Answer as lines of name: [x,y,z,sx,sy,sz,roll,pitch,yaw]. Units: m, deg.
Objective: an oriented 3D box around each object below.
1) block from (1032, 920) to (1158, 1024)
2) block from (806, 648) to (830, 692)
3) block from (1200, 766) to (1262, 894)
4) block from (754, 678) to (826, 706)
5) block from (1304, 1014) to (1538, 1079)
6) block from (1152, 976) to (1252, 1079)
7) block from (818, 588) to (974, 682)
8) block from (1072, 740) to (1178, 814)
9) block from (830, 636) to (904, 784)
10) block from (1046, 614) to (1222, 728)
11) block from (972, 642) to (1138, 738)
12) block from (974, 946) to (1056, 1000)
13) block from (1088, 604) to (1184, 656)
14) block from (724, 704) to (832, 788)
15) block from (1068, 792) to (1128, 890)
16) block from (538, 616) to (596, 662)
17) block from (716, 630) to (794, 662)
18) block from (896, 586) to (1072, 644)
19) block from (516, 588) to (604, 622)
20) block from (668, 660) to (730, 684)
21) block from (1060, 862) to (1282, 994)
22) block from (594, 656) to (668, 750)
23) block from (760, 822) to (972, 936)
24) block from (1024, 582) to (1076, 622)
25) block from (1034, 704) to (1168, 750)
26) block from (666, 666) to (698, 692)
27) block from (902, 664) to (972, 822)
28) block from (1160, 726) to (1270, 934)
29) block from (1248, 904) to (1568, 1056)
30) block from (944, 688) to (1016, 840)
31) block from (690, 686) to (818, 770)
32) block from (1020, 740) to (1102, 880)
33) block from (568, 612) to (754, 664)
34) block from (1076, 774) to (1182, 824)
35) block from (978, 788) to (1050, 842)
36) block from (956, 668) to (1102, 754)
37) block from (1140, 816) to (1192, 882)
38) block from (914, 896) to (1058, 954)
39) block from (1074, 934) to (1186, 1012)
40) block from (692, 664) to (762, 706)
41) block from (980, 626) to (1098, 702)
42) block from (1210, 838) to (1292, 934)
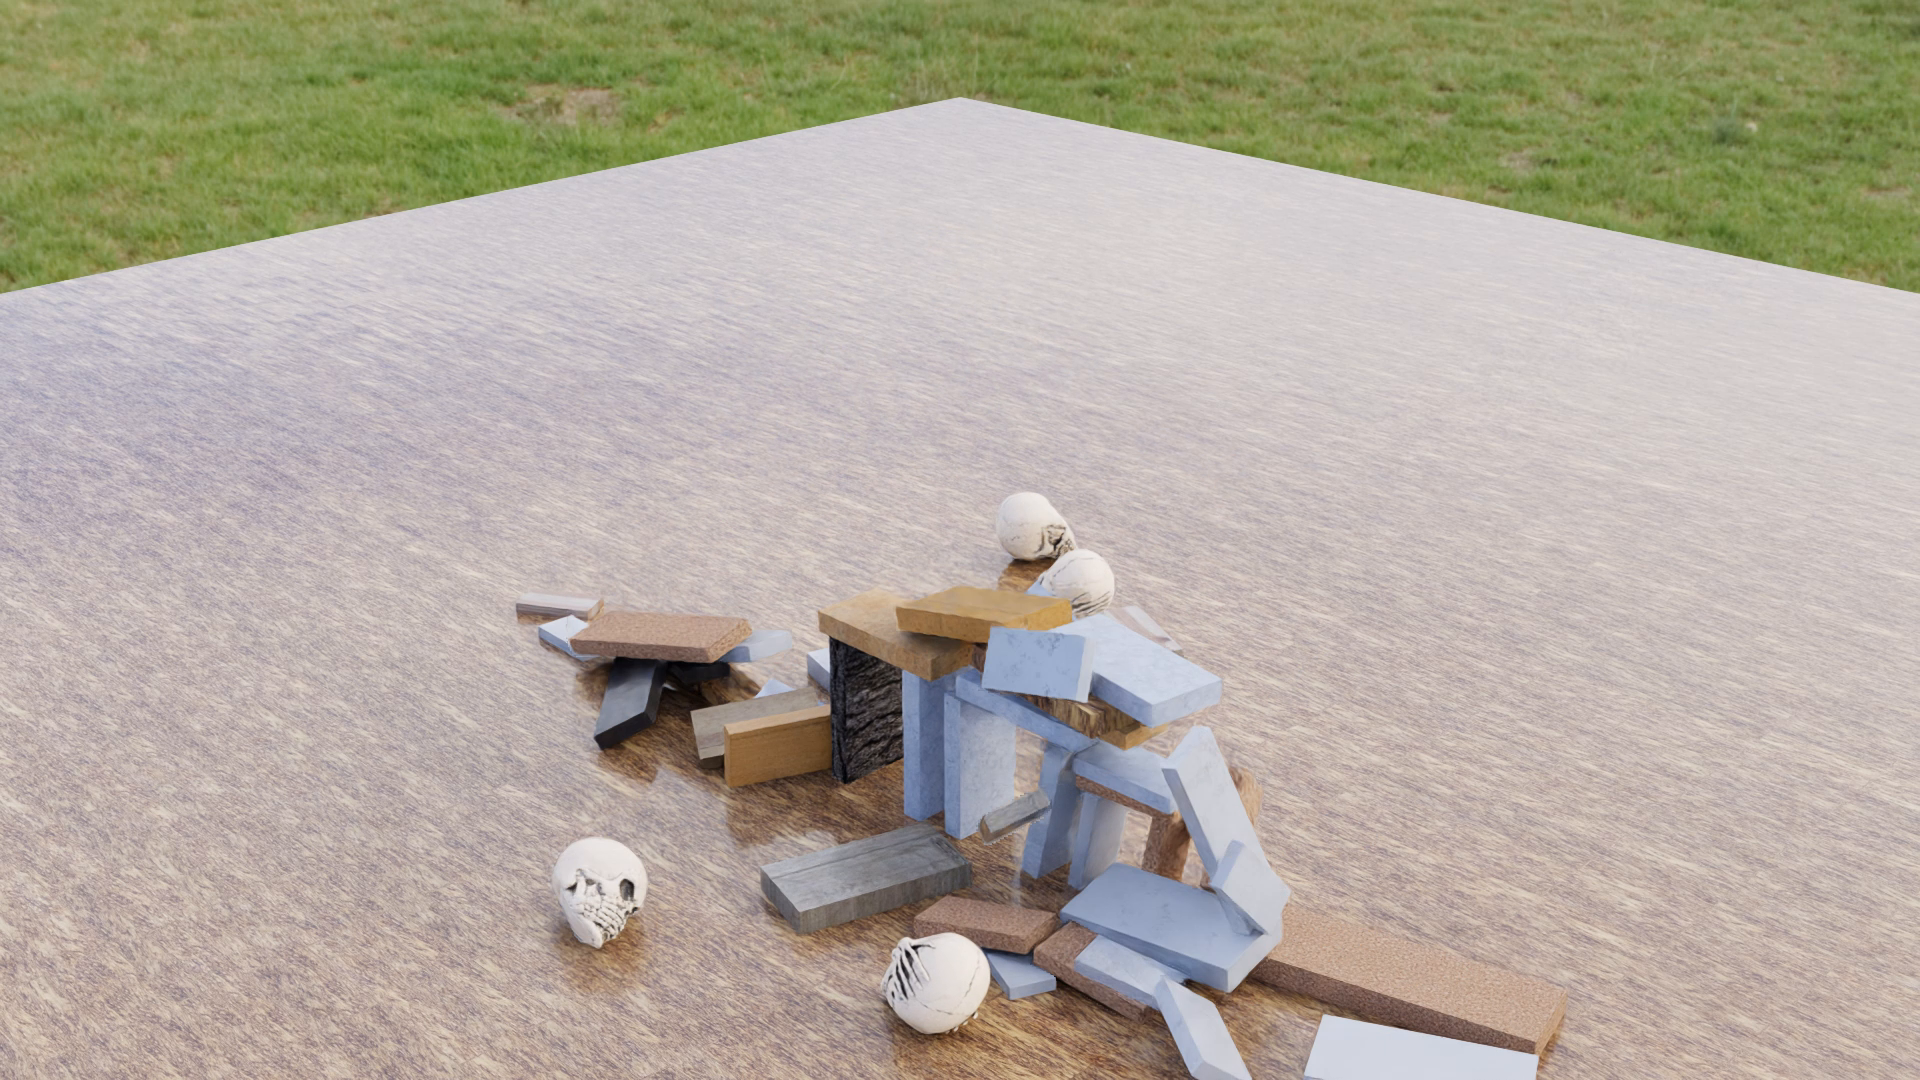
block: [0.257,0.761,3.884,0.233,0.033,0.117,25,32,30]
block: [-0.164,0.340,4.895,0.179,0.051,0.445,-12,26,-26]
block: [0.500,0.545,4.042,0.033,0.115,0.229,6,67,28]
block: [-0.350,0.381,4.732,0.207,0.029,0.104,24,52,23]
block: [0.757,0.884,3.612,0.357,0.051,0.179,8,24,17]
block: [0.406,0.831,3.672,0.117,0.033,0.233,31,14,-23]
block: [-0.115,0.188,4.427,0.325,0.046,0.162,21,31,40]
block: [0.332,0.432,4.059,0.230,0.033,0.115,20,30,39]
block: [-0.193,0.329,4.569,0.046,0.325,0.162,21,31,40]
block: [0.302,0.236,4.034,0.167,0.047,0.335,-16,29,-34]
block: [0.195,0.257,4.100,0.167,0.047,0.352,-16,29,-34]
block: [0.097,0.758,3.943,0.088,0.025,0.176,-9,24,-19]
block: [0.410,0.230,5.173,0.130,0.037,0.259,-8,24,-18]
block: [-0.357,0.426,4.581,0.268,0.134,0.038,-10,31,-21]
block: [0.267,0.552,4.177,0.031,0.218,0.109,30,36,33]
block: [-0.902,0.231,5.183,0.094,0.027,0.187,-20,30,-38]
block: [-0.512,0.237,4.909,0.259,0.037,0.130,-1,12,41]
block: [0.044,0.146,4.282,0.167,0.047,0.335,-17,14,-37]
block: [-0.975,0.157,5.357,0.187,0.027,0.094,6,24,14]
block: [-0.585,0.281,4.917,0.103,0.029,0.207,-11,10,-15]
block: [0.378,0.691,3.953,0.357,0.051,0.179,13,32,37]
block: [-0.721,0.330,4.864,0.130,0.037,0.394,-27,21,10]
block: [-0.179,0.641,4.186,0.358,0.051,0.179,-12,26,-26]
block: [0.236,0.239,4.730,0.051,0.358,0.179,-41,62,-9]
block: [0.260,0.315,4.070,0.115,0.033,0.230,-20,32,-39]
block: [-0.637,0.281,5.064,0.094,0.027,0.424,-19,29,-37]
block: [-0.039,0.389,4.428,0.046,0.325,0.162,21,31,40]
block: [0.454,0.505,3.816,0.033,0.370,0.116,-1,34,42]
block: [0.745,0.768,3.885,0.606,0.051,0.179,13,26,28]
block: [0.040,0.425,4.362,0.044,0.310,0.155,21,31,41]
block: [-0.428,0.399,4.670,0.268,0.038,0.134,-11,47,-8]
block: [0.210,0.490,4.206,0.155,0.310,0.044,-21,43,-41]
block: [-0.679,0.217,4.953,0.485,0.038,0.134,1,28,43]
block: [0.335,0.457,4.080,0.218,0.031,0.109,18,29,35]
block: [0.097,0.501,3.987,0.116,0.033,0.232,-25,-10,-7]
block: [0.158,0.305,4.182,0.310,0.044,0.155,22,32,39]
block: [0.386,0.581,4.111,0.031,0.218,0.109,29,35,31]
block: [0.046,0.700,4.006,0.233,0.033,0.117,4,15,31]
block: [0.297,0.756,3.840,0.176,0.025,0.088,21,31,25]
block: [-0.502,0.337,4.861,0.103,0.029,0.207,-14,27,-29]
block: [0.142,0.225,3.999,0.232,0.116,0.033,4,-8,44]
block: [0.502,0.598,3.788,0.025,0.218,0.088,16,71,39]
